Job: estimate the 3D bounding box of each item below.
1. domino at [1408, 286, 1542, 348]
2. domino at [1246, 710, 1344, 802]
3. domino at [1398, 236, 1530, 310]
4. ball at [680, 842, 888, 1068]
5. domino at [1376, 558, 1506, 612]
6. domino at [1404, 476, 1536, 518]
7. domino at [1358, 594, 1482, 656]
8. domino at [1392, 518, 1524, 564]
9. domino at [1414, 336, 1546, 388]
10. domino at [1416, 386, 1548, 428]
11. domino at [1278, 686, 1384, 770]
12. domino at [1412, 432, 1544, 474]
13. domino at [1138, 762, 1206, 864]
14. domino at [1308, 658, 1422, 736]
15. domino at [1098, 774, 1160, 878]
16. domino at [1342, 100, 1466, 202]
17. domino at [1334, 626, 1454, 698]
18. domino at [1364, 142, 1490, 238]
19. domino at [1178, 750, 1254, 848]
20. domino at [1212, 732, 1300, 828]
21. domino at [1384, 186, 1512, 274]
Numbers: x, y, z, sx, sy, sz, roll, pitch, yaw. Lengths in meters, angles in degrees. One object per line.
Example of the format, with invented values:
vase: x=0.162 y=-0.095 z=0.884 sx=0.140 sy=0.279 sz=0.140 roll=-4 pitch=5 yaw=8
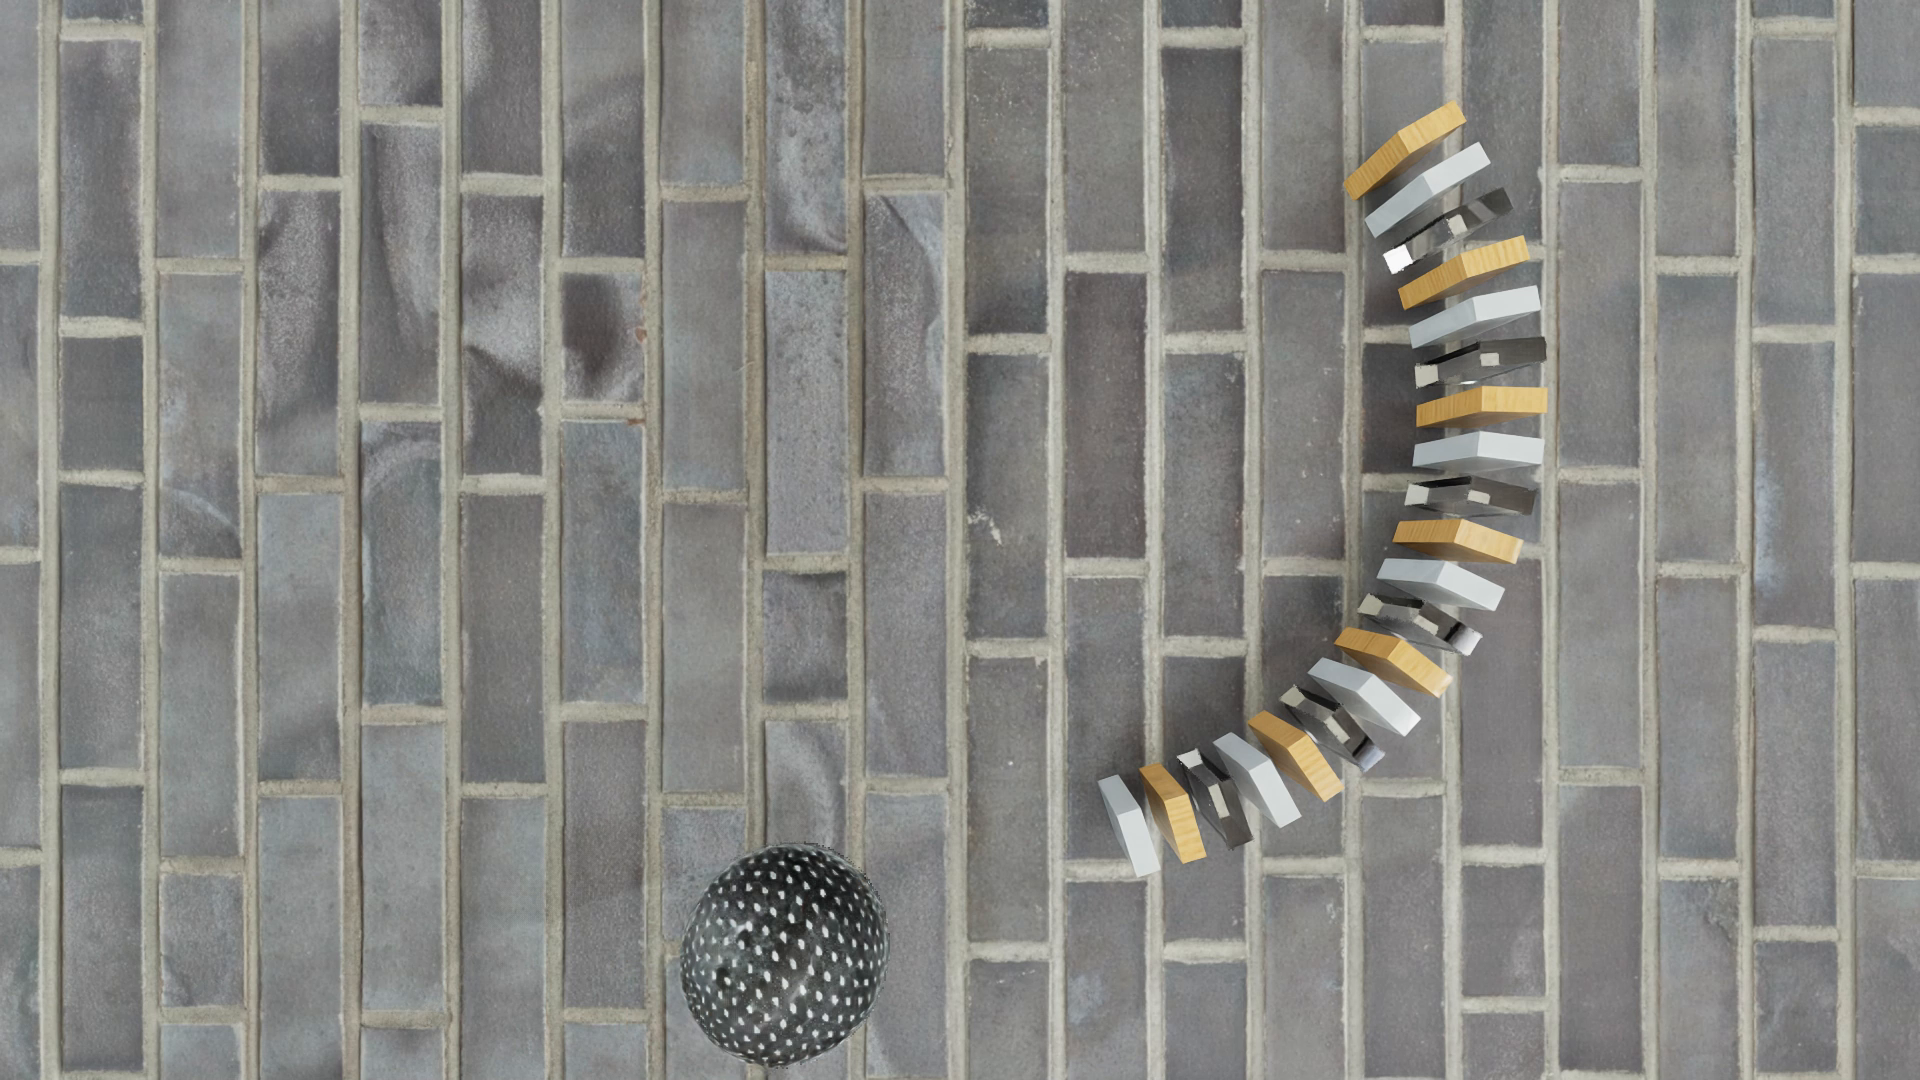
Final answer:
domino: x=0.209 y=-0.090 z=0.375 sx=0.025 sy=0.050 sz=0.009 roll=-11 pitch=90 yaw=0
domino: x=0.136 y=0.087 z=0.375 sx=0.010 sy=0.050 sz=0.025 roll=-35 pitch=90 yaw=0
domino: x=0.205 y=-0.108 z=0.375 sx=0.025 sy=0.050 sz=0.010 roll=-17 pitch=90 yaw=0
ball: x=-0.068 y=0.161 z=0.360 sx=0.080 sy=0.080 sz=0.080 roll=0 pitch=90 yaw=0
domino: x=0.195 y=0.018 z=0.375 sx=0.025 sy=0.050 sz=0.010 roll=25 pitch=90 yaw=0
domino: x=0.207 y=-0.017 z=0.375 sx=0.025 sy=0.050 sz=0.010 roll=13 pitch=90 yaw=0
domino: x=0.186 y=0.034 z=0.375 sx=0.025 sy=0.050 sz=0.010 roll=31 pitch=90 yaw=0
domino: x=0.202 y=0.001 z=0.375 sx=0.025 sy=0.050 sz=0.009 roll=19 pitch=90 yaw=0
domino: x=0.211 y=-0.072 z=0.375 sx=0.025 sy=0.050 sz=0.010 roll=-5 pitch=90 yaw=0
domino: x=0.212 y=-0.054 z=0.375 sx=0.025 sy=0.050 sz=0.010 roll=1 pitch=90 yaw=0
domino: x=0.151 y=0.076 z=0.375 sx=0.009 sy=0.050 sz=0.025 roll=-41 pitch=90 yaw=0
domino: x=0.211 y=-0.035 z=0.375 sx=0.025 sy=0.050 sz=0.010 roll=7 pitch=90 yaw=0
domino: x=0.086 y=0.110 z=0.375 sx=0.009 sy=0.050 sz=0.025 roll=-17 pitch=90 yaw=0
domino: x=0.164 y=0.063 z=0.375 sx=0.025 sy=0.050 sz=0.010 roll=43 pitch=90 yaw=0
domino: x=0.068 y=0.116 z=0.375 sx=0.009 sy=0.050 sz=0.025 roll=-18 pitch=90 yaw=0
domino: x=0.180 y=-0.158 z=0.375 sx=0.025 sy=0.050 sz=0.010 roll=-30 pitch=90 yaw=0
domino: x=0.176 y=0.049 z=0.375 sx=0.025 sy=0.050 sz=0.010 roll=37 pitch=90 yaw=0
domino: x=0.190 y=-0.142 z=0.375 sx=0.025 sy=0.050 sz=0.010 roll=-29 pitch=90 yaw=0
domino: x=0.104 y=0.105 z=0.375 sx=0.009 sy=0.050 sz=0.025 roll=-20 pitch=90 yaw=0
domino: x=0.120 y=0.097 z=0.375 sx=0.009 sy=0.050 sz=0.025 roll=-29 pitch=90 yaw=0
domino: x=0.198 y=-0.126 z=0.375 sx=0.025 sy=0.050 sz=0.009 roll=-25 pitch=90 yaw=0
